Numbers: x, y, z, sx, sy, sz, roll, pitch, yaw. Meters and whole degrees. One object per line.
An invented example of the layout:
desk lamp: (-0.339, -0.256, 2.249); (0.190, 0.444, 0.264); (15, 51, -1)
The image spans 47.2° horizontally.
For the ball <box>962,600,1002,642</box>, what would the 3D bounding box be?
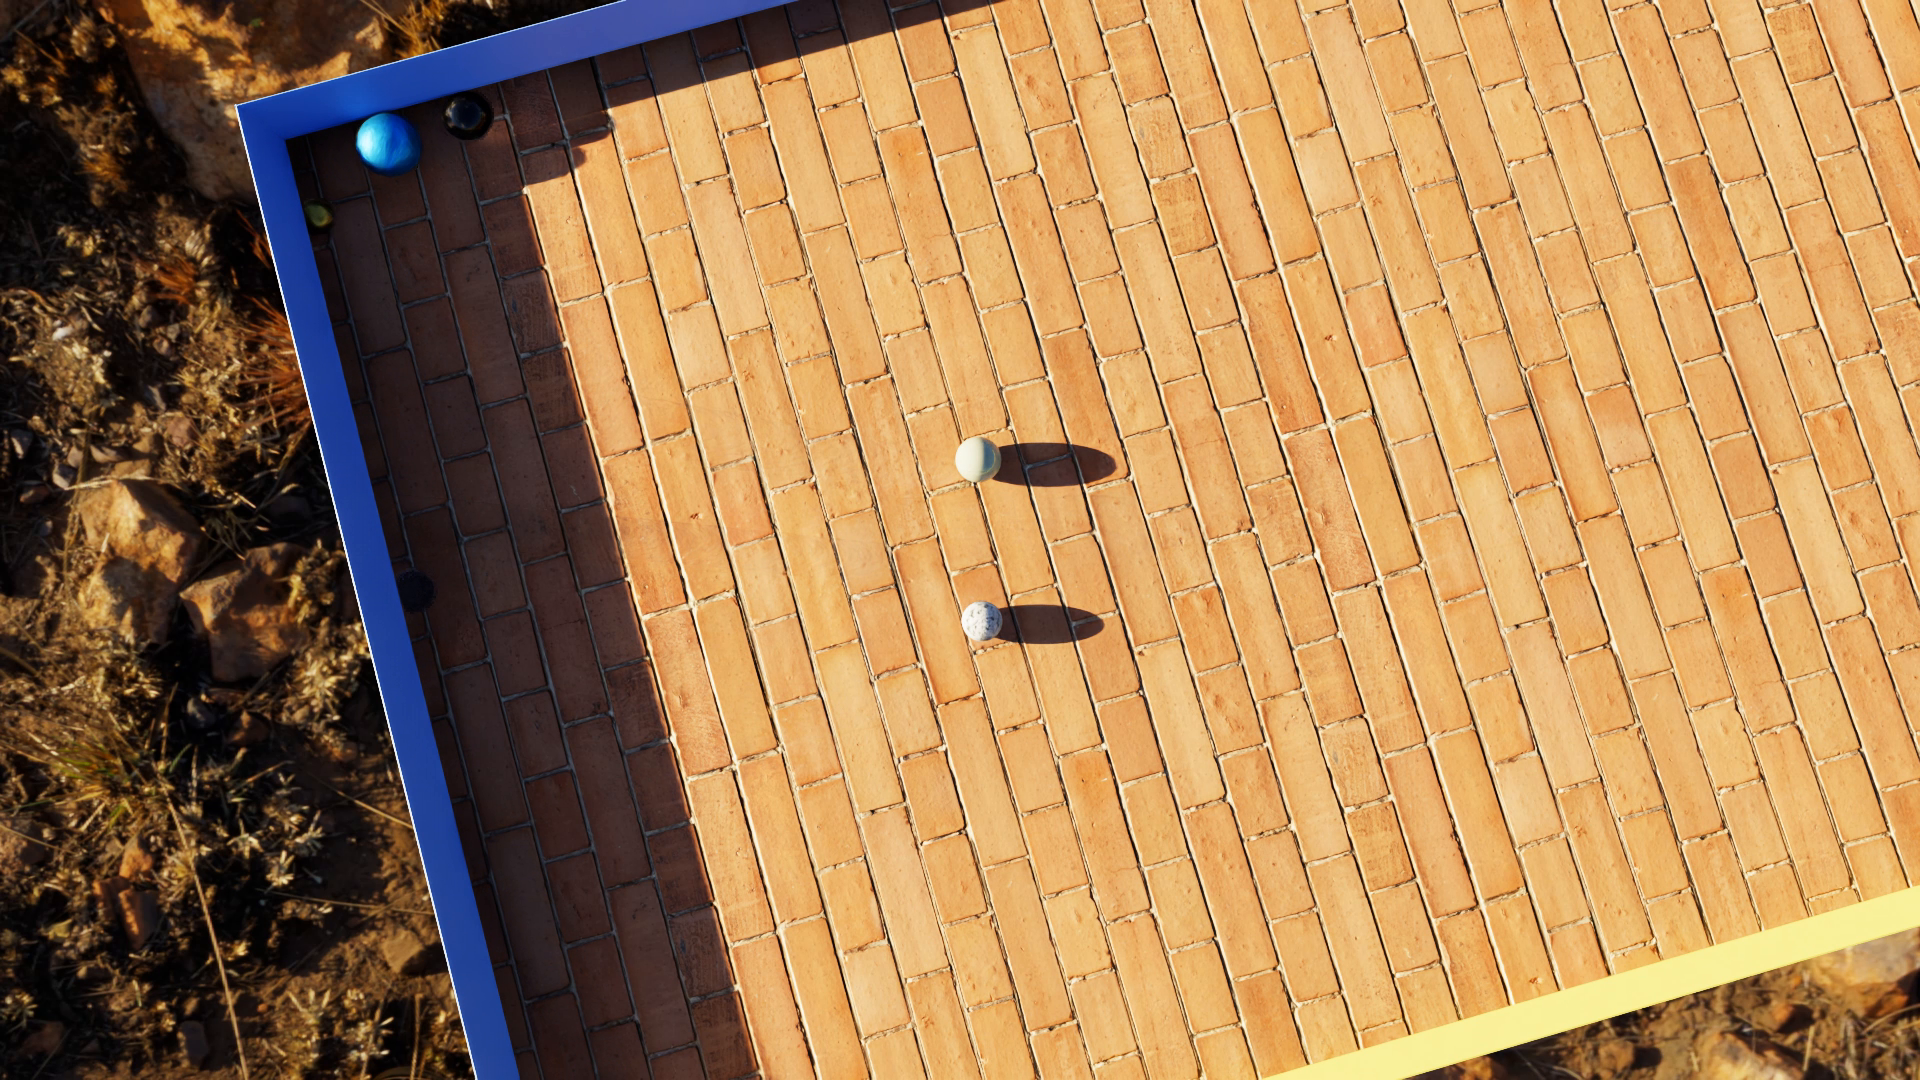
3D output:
ball: (0.033, 0.120, 3.256); (0.060, 0.060, 0.060); (0, 82, 0)

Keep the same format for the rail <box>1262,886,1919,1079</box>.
rail: (1.074, 0.607, 3.150); (3.449, 0.125, 0.045); (-16, 82, -2)

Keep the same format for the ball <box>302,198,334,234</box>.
ball: (-0.981, -0.493, 3.351); (0.054, 0.054, 0.054); (0, 82, 0)

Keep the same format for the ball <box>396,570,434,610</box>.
ball: (-0.810, 0.075, 3.263); (0.061, 0.061, 0.061); (0, 82, 0)

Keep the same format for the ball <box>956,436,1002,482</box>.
ball: (0.027, -0.120, 3.288); (0.069, 0.069, 0.069); (0, 82, 0)

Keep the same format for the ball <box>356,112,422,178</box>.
ball: (-0.869, -0.601, 3.346); (0.096, 0.096, 0.096); (0, 82, 0)

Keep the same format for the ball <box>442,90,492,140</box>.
ball: (-0.754, -0.649, 3.364); (0.075, 0.075, 0.075); (0, 82, 0)

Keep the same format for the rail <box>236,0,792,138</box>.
rail: (0.584, -1.085, 3.402); (3.449, 0.125, 0.045); (-16, 82, -2)

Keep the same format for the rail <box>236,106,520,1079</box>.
rail: (-0.806, 0.224, 3.207); (0.045, 0.125, 1.828); (-16, 82, -2)
